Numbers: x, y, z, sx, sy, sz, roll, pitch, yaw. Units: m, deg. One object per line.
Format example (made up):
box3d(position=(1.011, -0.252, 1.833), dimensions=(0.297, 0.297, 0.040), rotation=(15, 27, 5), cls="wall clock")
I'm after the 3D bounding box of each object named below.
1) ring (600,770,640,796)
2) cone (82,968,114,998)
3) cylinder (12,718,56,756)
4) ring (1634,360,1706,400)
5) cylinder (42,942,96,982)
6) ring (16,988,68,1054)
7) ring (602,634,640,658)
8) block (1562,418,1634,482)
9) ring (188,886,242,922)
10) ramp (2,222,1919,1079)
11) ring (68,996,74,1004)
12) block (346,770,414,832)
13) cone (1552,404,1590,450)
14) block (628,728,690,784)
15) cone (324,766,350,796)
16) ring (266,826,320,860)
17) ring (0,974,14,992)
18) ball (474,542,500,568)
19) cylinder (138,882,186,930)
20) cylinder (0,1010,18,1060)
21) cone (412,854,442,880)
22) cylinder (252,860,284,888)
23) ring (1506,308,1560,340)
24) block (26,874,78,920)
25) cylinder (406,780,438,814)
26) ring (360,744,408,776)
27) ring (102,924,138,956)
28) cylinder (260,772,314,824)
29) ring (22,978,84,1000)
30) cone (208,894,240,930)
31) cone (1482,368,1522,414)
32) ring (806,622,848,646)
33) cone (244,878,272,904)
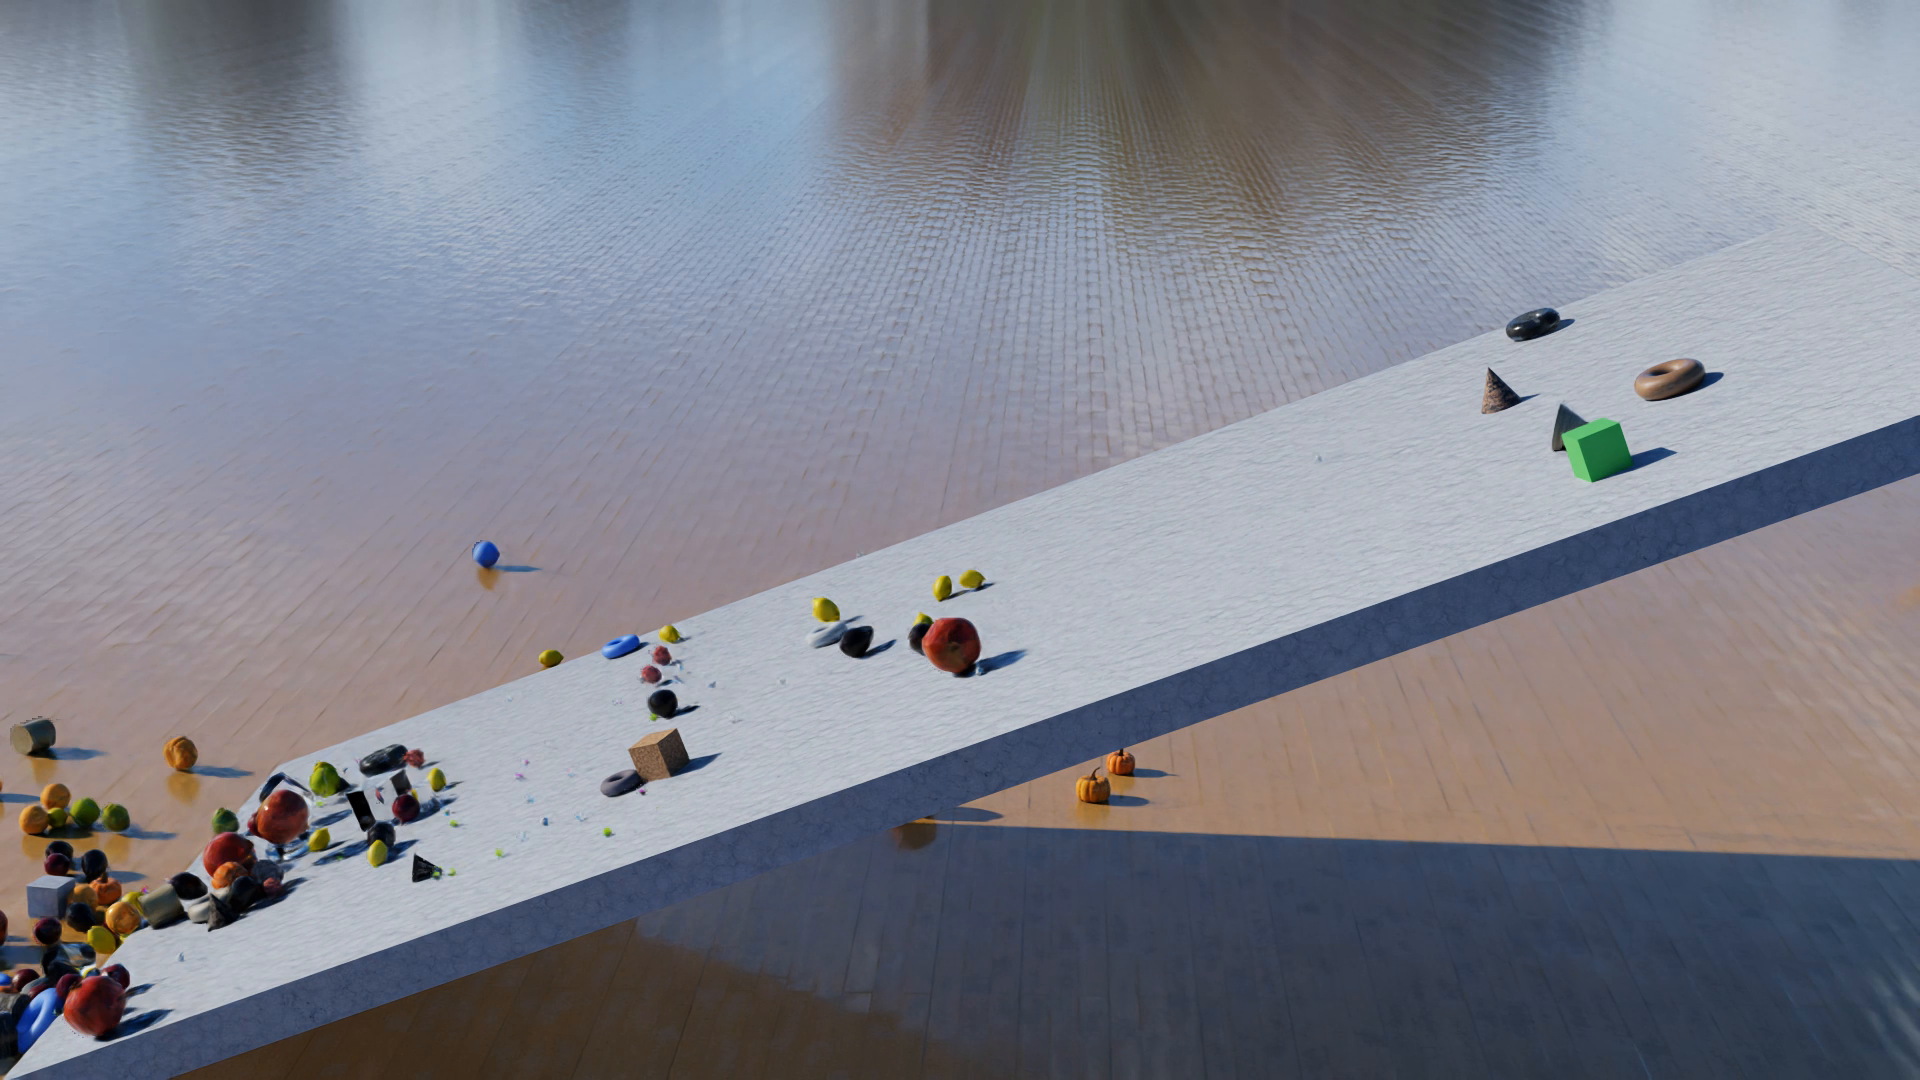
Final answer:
box3d(position=(-0.685, 0.490, 5.942), dimensions=(0.086, 0.029, 0.086), rotation=(-20, 13, 5), cls="ring")
box3d(position=(-1.717, 0.896, 5.899), dimensions=(0.060, 0.060, 0.060), rotation=(13, 17, 21), cls="cone")
box3d(position=(-2.490, 0.528, 7.906), dimensions=(0.082, 0.082, 0.082), rotation=(8, 15, 30), cls="cylinder")
box3d(position=(1.427, -0.324, 5.915), dimensions=(0.144, 0.048, 0.144), rotation=(-19, 13, 4), cls="ring")
box3d(position=(-1.834, 0.869, 6.058), dimensions=(0.076, 0.076, 0.076), rotation=(7, 2, 28), cls="cylinder")
box3d(position=(-1.854, 0.971, 5.925), dimensions=(0.048, 0.145, 0.145), rotation=(38, -6, -28), cls="ring")
box3d(position=(-0.836, 0.262, 7.252), dimensions=(0.097, 0.032, 0.097), rotation=(-19, 12, 4), cls="ring")
box3d(position=(1.194, -0.169, 5.512), dimensions=(0.087, 0.087, 0.087), rotation=(-22, 11, -5), cls="block")
box3d(position=(-1.570, 0.768, 6.198), dimensions=(0.120, 0.040, 0.120), rotation=(-21, 11, 4), cls="ring")
box3d(position=(0.117, 0.176, 6.296), dimensions=(4.000, 0.100, 2.000), rotation=(-20, 12, 7), cls="ramp")
box3d(position=(-1.810, 0.970, 6.099), dimensions=(0.098, 0.033, 0.098), rotation=(5, 19, -2), cls="ring")
box3d(position=(-1.258, 0.570, 6.421), dimensions=(0.095, 0.095, 0.095), rotation=(-14, 13, 32), cls="block")
box3d(position=(1.222, -0.214, 5.781), dimensions=(0.096, 0.096, 0.096), rotation=(12, 16, 17), cls="cone")
box3d(position=(-0.607, 0.435, 5.937), dimensions=(0.076, 0.076, 0.076), rotation=(-14, 14, 32), cls="block")
box3d(position=(-1.482, 0.560, 6.932), dimensions=(0.067, 0.067, 0.067), rotation=(-20, 11, 4), cls="cone")
box3d(position=(-1.470, 0.669, 6.475), dimensions=(0.124, 0.041, 0.124), rotation=(-20, 10, 4), cls="ring")
box3d(position=(-2.059, 0.945, 6.213), dimensions=(0.116, 0.039, 0.116), rotation=(1, 12, 0), cls="ring")
box3d(position=(-1.606, 0.049, 9.975), dimensions=(0.085, 0.085, 0.085), rotation=(0, 13, 0), cls="ball")
box3d(position=(-1.707, 0.782, 6.287), dimensions=(0.074, 0.074, 0.074), rotation=(-25, 22, -21), cls="cylinder")
box3d(position=(-1.942, 0.996, 5.873), dimensions=(0.092, 0.092, 0.092), rotation=(-9, 16, -35), cls="cylinder")
box3d(position=(-1.061, 0.654, 5.859), dimensions=(0.056, 0.056, 0.056), rotation=(5, 12, -8), cls="cone")
box3d(position=(-1.462, 0.705, 6.210), dimensions=(0.054, 0.054, 0.054), rotation=(1, -17, 2), cls="cylinder")
box3d(position=(1.347, -0.507, 6.912), dimensions=(0.131, 0.044, 0.131), rotation=(-21, 13, 5), cls="ring")
box3d(position=(-2.066, 0.814, 6.691), dimensions=(0.077, 0.077, 0.077), rotation=(3, 13, 14), cls="block")
box3d(position=(-1.173, 0.560, 6.417), dimensions=(0.054, 0.054, 0.054), rotation=(-20, 11, 4), cls="cylinder")
box3d(position=(-1.366, 0.522, 6.969), dimensions=(0.121, 0.040, 0.121), rotation=(-21, 12, 5), cls="ring")
box3d(position=(-1.817, 0.882, 6.468), dimensions=(0.138, 0.046, 0.138), rotation=(1, 12, 0), cls="ring")
box3d(position=(-1.527, 0.585, 6.671), dimensions=(0.085, 0.085, 0.085), rotation=(30, 23, 16), cls="cylinder")
box3d(position=(-1.898, 0.952, 6.164), dimensions=(0.139, 0.046, 0.139), rotation=(1, 14, 0), cls="ring")
box3d(position=(-1.538, 0.762, 6.091), dimensions=(0.070, 0.070, 0.070), rotation=(-20, 11, 4), cls="cone")
box3d(position=(1.150, -0.331, 6.324), dimensions=(0.092, 0.092, 0.092), rotation=(-20, 11, 4), cls="cone")
box3d(position=(-0.297, 0.209, 6.543), dimensions=(0.098, 0.033, 0.098), rotation=(-21, 10, 4), cls="ring")
box3d(position=(-1.467, 0.741, 6.176), dimensions=(0.054, 0.054, 0.054), rotation=(7, 13, 3), cls="cone")
